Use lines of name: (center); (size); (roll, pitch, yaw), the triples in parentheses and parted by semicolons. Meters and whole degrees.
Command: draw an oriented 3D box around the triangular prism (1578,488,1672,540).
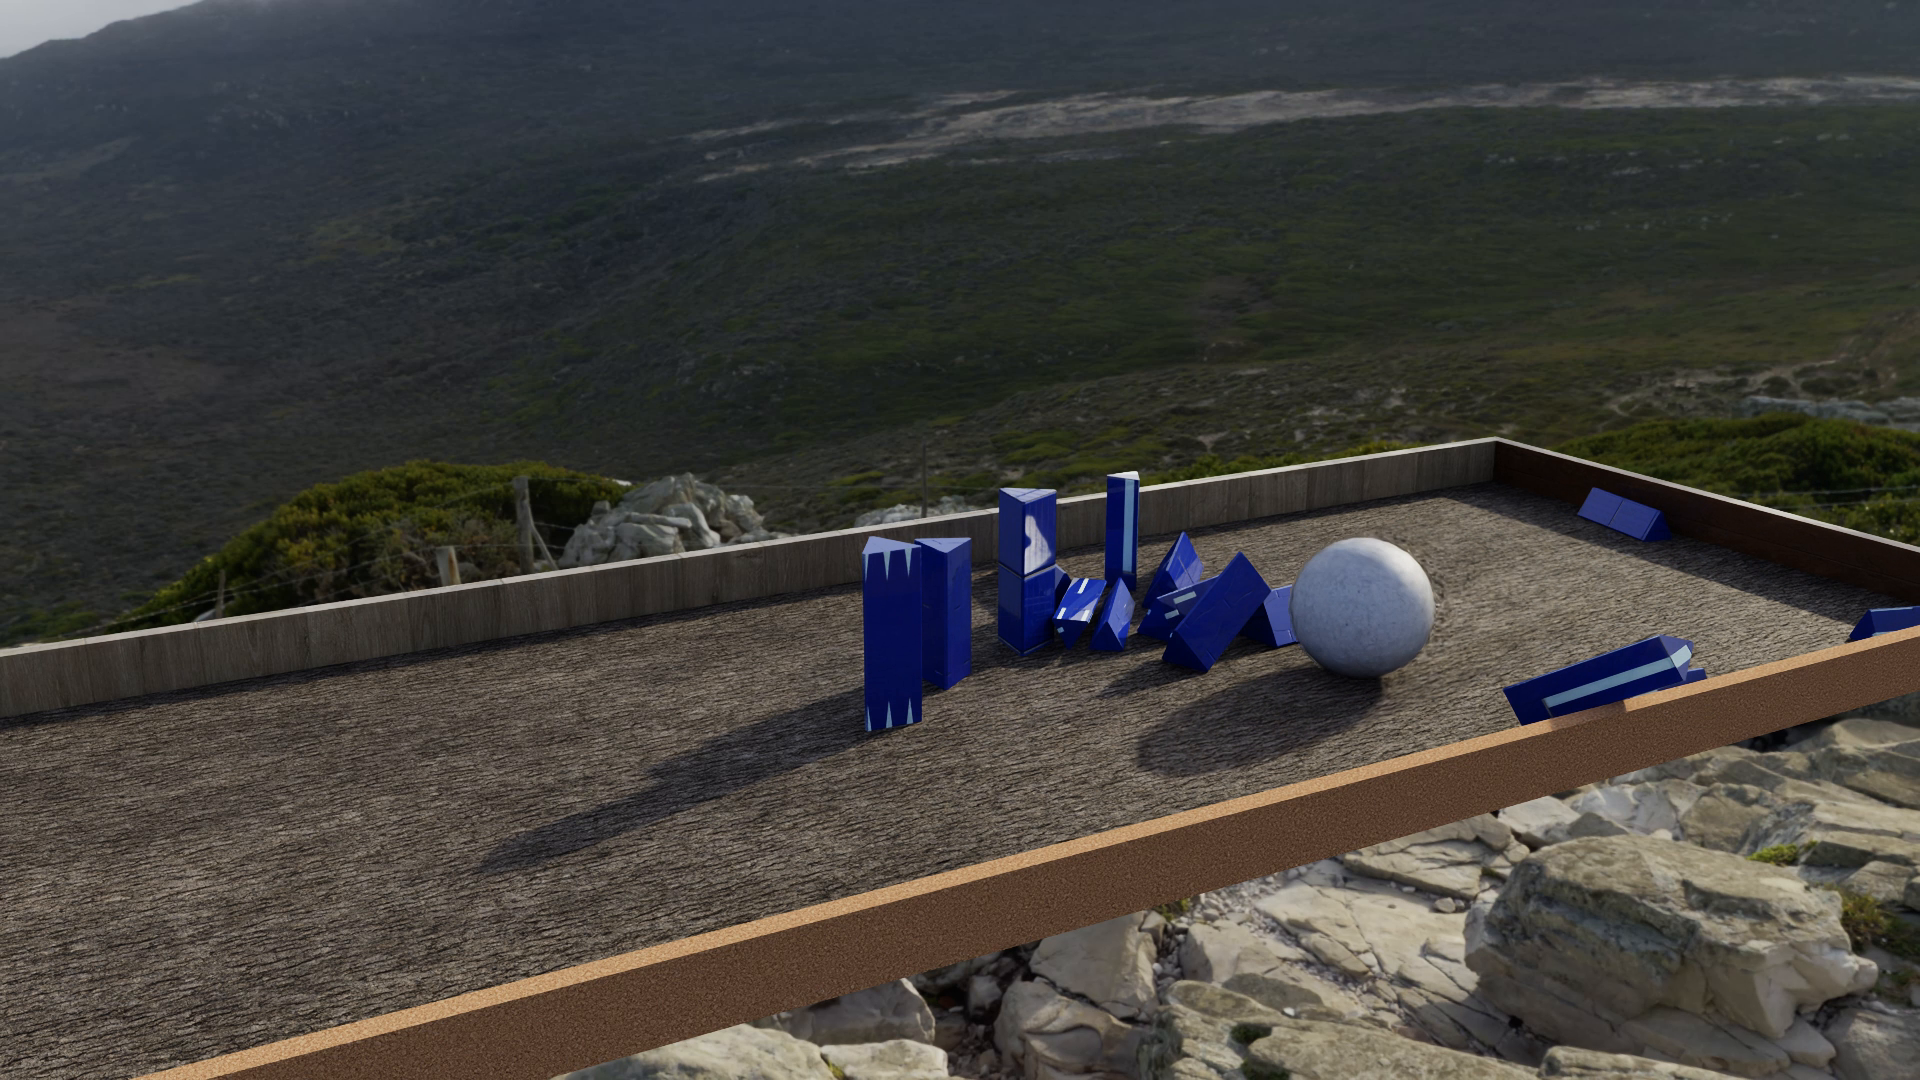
triangular prism: (2.212, -0.091, 5.484); (0.111, 0.096, 0.332); (-5, 17, -17)

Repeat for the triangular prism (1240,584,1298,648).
triangular prism: (0.927, 0.179, 4.500); (0.313, 0.131, 0.151); (-11, 20, -33)

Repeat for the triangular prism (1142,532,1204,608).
triangular prism: (0.633, 0.084, 4.857); (0.131, 0.114, 0.414); (4, 17, 13)

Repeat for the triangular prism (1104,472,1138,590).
triangular prism: (0.495, -0.030, 4.860); (0.102, 0.337, 0.088); (10, 19, 30)

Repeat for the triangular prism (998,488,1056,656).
triangular prism: (0.156, 0.076, 4.350); (0.128, 0.420, 0.148); (12, 20, 35)

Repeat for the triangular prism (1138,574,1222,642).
triangular prism: (0.649, 0.174, 4.553); (0.129, 0.112, 0.345); (15, 22, 42)

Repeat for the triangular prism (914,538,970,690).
triangular prism: (-0.023, 0.176, 4.125); (0.120, 0.356, 0.139); (-11, 20, -33)

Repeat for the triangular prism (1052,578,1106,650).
triangular prism: (0.317, 0.181, 4.519); (0.083, 0.096, 0.361); (33, 20, 2)

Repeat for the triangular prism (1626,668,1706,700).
triangular prism: (1.592, 0.378, 3.824); (0.315, 0.131, 0.151); (-6, 18, -21)

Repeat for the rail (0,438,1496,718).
rail: (-3.305, 0.497, 3.399); (12.000, 0.150, 0.050); (-9, 18, -27)

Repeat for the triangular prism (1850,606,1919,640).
triangular prism: (2.605, 0.220, 4.427); (0.388, 0.095, 0.110); (-3, 17, -10)

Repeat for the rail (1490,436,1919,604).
rail: (2.466, -0.048, 5.253); (0.050, 0.150, 2.100); (-9, 18, -27)

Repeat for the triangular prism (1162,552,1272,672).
triangular prism: (0.660, 0.177, 4.301); (0.139, 0.121, 0.332); (13, 46, 39)

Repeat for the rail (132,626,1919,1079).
rail: (-2.336, 1.006, 1.665); (12.000, 0.150, 0.050); (-9, 18, -27)

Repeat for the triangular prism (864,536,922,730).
triangular prism: (-0.180, 0.214, 3.864); (0.143, 0.431, 0.124); (-8, 18, -25)

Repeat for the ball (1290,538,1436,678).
ball: (1.010, 0.170, 4.148); (0.354, 0.354, 0.354); (0, 16, 0)

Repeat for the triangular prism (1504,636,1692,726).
triangular prism: (1.412, 0.304, 3.687); (0.436, 0.094, 0.109); (-34, 21, 53)
